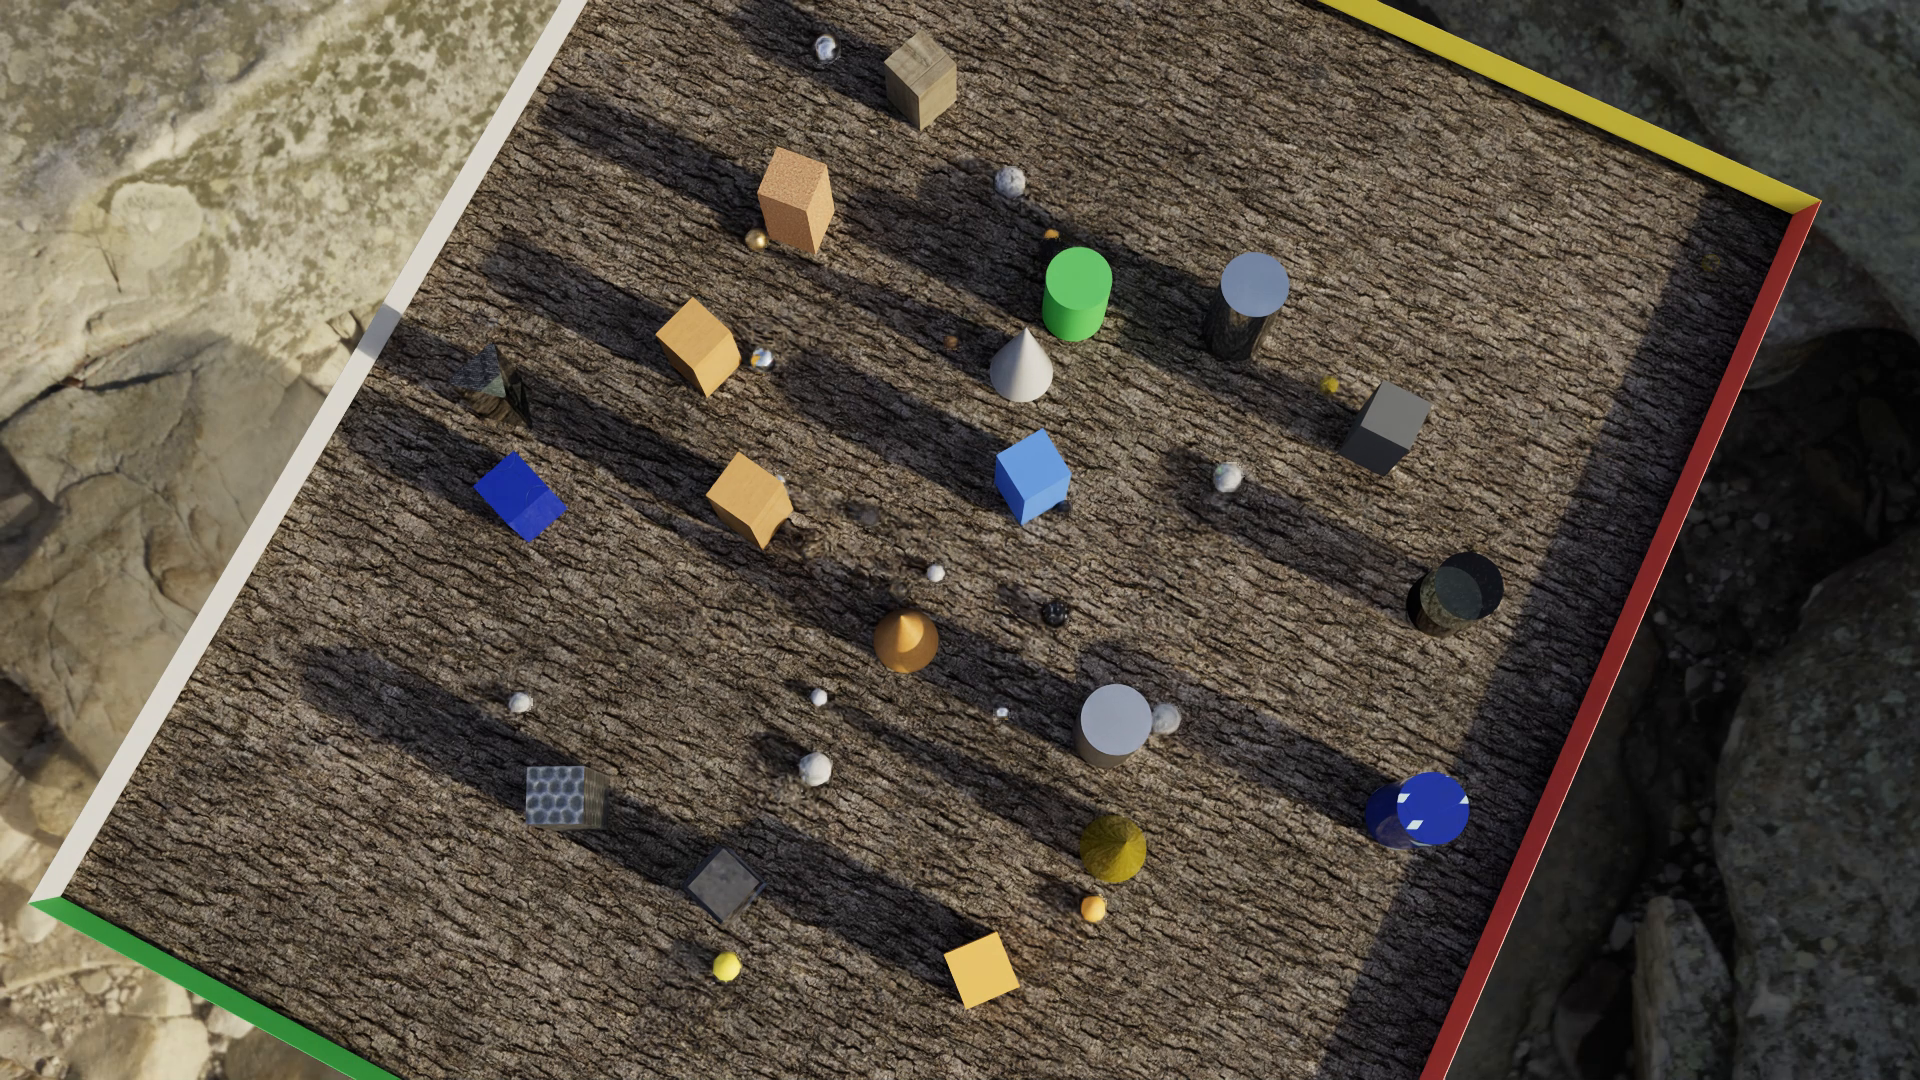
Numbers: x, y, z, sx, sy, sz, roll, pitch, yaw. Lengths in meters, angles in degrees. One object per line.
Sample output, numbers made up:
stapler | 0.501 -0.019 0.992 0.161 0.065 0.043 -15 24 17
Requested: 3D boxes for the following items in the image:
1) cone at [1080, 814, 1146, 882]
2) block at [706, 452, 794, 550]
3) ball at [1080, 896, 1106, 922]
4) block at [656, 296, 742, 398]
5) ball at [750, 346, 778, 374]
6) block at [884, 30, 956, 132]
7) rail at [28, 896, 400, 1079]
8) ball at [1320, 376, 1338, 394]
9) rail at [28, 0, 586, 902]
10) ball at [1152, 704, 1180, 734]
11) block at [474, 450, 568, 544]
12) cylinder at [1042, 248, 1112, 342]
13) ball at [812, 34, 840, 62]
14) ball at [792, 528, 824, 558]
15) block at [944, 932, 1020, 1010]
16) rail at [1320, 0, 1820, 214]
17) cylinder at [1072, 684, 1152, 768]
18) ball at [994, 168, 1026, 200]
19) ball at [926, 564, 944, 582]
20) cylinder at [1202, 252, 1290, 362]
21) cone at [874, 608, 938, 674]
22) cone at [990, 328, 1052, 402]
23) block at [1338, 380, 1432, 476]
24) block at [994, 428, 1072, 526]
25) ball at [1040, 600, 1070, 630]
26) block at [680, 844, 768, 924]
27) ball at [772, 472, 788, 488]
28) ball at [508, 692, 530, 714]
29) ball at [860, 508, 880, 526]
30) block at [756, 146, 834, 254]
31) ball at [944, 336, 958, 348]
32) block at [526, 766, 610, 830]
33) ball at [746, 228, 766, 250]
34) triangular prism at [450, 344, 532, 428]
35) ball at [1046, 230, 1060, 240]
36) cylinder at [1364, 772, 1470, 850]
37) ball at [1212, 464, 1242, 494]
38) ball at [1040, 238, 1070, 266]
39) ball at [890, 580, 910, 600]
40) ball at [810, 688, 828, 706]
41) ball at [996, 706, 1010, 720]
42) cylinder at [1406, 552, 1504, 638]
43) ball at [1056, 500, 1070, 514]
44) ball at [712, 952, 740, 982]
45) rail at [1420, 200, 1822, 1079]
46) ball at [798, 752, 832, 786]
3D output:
cone | 0.453 0.868 5.205 0.199 0.454 0.199 0 78 0
block | -0.623 -0.112 5.461 0.159 0.350 0.159 35 80 7
ball | 0.389 1.077 5.355 0.075 0.075 0.075 0 78 0
block | -0.792 -0.584 5.583 0.159 0.303 0.159 42 81 8
ball | -0.610 -0.561 5.689 0.086 0.086 0.086 0 78 0
block | -0.123 -1.448 5.785 0.159 0.256 0.159 -43 81 -8
rail | -0.955 1.878 5.161 3.839 0.129 0.045 26 80 5
ball | 1.145 -0.481 5.688 0.056 0.056 0.056 0 78 0
rail | -1.696 -0.823 5.720 0.045 0.129 4.319 26 80 5
ball | 0.611 0.535 5.460 0.091 0.091 0.091 0 78 0
block | -1.317 -0.128 5.506 0.159 0.267 0.159 -43 81 -8
cylinder | 0.356 -0.750 5.617 0.199 0.303 0.199 0 78 0
ball | -0.432 -1.582 5.898 0.090 0.090 0.090 0 78 0
ball | -0.461 0.009 5.568 0.092 0.092 0.092 0 78 0
block | 0.060 1.217 5.198 0.159 0.327 0.159 -22 79 -4
rail | 0.955 -1.864 5.936 3.839 0.129 0.045 26 80 5
cylinder | 0.434 0.541 5.290 0.199 0.421 0.199 0 78 0
ball | 0.159 -1.129 5.800 0.099 0.099 0.099 0 78 0
ball | -0.074 0.101 5.567 0.056 0.056 0.056 0 78 0
cylinder | 0.858 -0.699 5.540 0.199 0.433 0.199 0 78 0
cone | -0.164 0.257 5.325 0.199 0.467 0.199 0 78 0
cone | 0.192 -0.570 5.510 0.199 0.439 0.199 0 78 0
block | 1.276 -0.333 5.517 0.159 0.331 0.159 28 80 5
block | 0.214 -0.185 5.481 0.159 0.340 0.159 -30 80 -6
ball | 0.287 0.226 5.526 0.086 0.086 0.086 0 78 0
block | -0.678 0.995 5.286 0.159 0.245 0.159 42 81 8
ball | -0.557 -0.176 5.621 0.059 0.059 0.059 0 78 0
ball | -1.318 0.488 5.484 0.062 0.062 0.062 0 78 0
ball | -0.275 -0.069 5.602 0.057 0.057 0.057 0 78 0
block | -0.502 -1.041 5.646 0.159 0.364 0.159 21 79 4
ball | -0.027 -0.618 5.724 0.040 0.040 0.040 0 78 0
block | -1.125 0.746 5.271 0.159 0.375 0.159 -1 78 0
ball | -0.644 -0.948 5.779 0.067 0.067 0.067 0 78 0
triangular prism | -1.392 -0.474 5.536 0.172 0.350 0.149 15 79 3
ball | 0.293 -0.960 5.792 0.045 0.045 0.045 0 78 0
cylinder | 1.302 0.780 5.245 0.199 0.412 0.199 0 78 0
ball | 0.819 -0.189 5.610 0.090 0.090 0.090 0 78 0
ball | 0.300 -0.901 5.754 0.097 0.097 0.097 0 78 0
ball | -0.184 0.150 5.539 0.061 0.061 0.061 0 78 0
ball | -0.424 0.472 5.493 0.052 0.052 0.052 0 78 0
ball | 0.128 0.517 5.489 0.041 0.041 0.041 0 78 0
cylinder | 1.457 0.165 5.410 0.199 0.337 0.199 0 78 0
ball | 0.317 -0.099 5.614 0.045 0.045 0.045 0 78 0
ball | -0.678 1.240 5.319 0.080 0.080 0.080 0 78 0
rail | 1.696 0.837 5.376 0.045 0.129 4.319 26 80 5
ball | -0.429 0.678 5.426 0.098 0.098 0.098 0 78 0
